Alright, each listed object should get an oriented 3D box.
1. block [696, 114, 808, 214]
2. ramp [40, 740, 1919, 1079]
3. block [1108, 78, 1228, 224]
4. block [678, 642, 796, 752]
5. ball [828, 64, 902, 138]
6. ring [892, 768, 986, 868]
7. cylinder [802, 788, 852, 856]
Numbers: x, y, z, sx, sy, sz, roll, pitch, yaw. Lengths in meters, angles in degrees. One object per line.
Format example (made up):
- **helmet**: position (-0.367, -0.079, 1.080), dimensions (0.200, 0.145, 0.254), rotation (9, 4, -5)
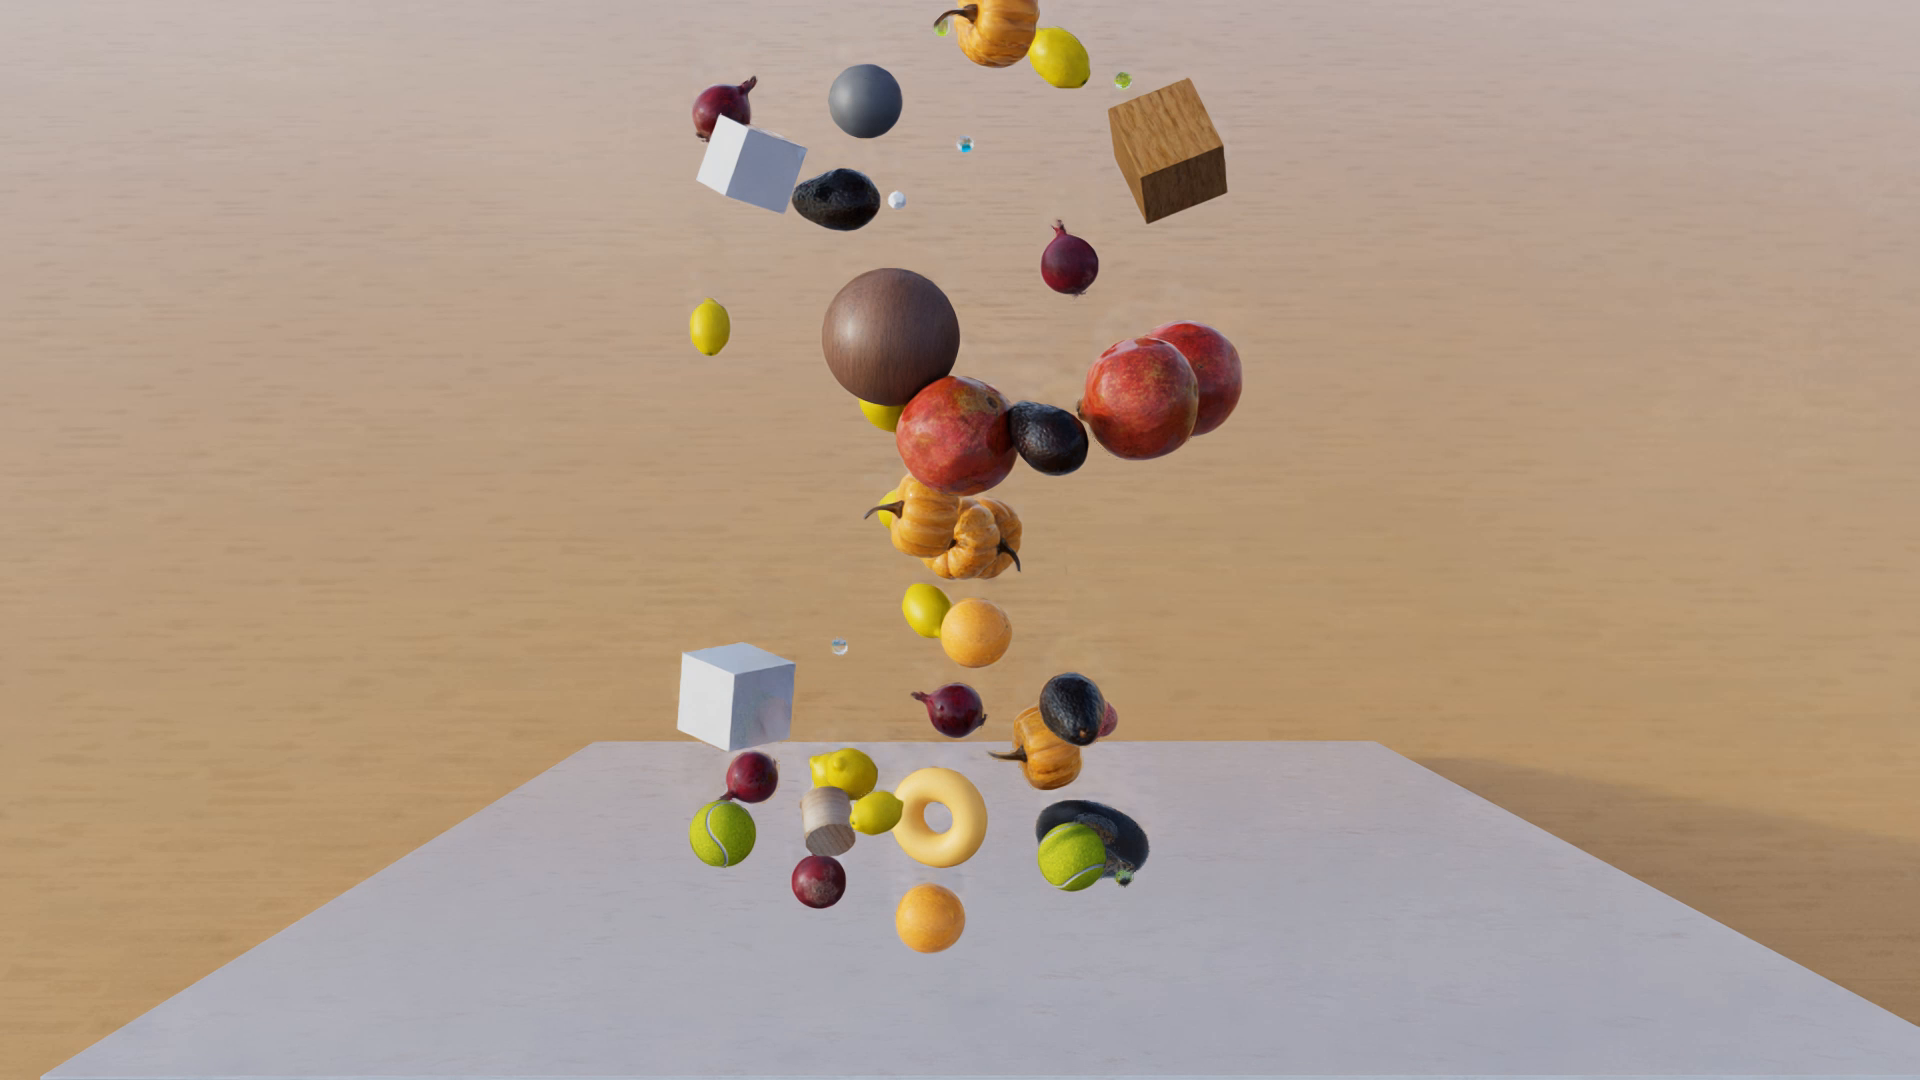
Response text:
- **block**: position (-0.198, -0.357, 2.459), dimensions (0.066, 0.066, 0.066), rotation (14, 12, -34)
- **ramp**: position (0.065, 0.580, 4.626), dimensions (2.000, 0.100, 4.000), rotation (0, 0, 0)
- **block**: position (0.213, -0.397, 2.641), dimensions (0.090, 0.090, 0.090), rotation (-21, 64, -2)
- **block**: position (-0.229, 0.160, 2.643), dimensions (0.082, 0.082, 0.082), rotation (18, 19, 42)
- **ball**: position (-0.086, -0.401, 2.365), dimensions (0.068, 0.068, 0.068), rotation (0, 29, 0)
- **ring**: position (-0.022, 0.284, 2.648), dimensions (0.105, 0.105, 0.035), rotation (11, 12, 20)
- **cylinder**: position (-0.138, 0.294, 2.695), dimensions (0.052, 0.052, 0.052), rotation (-1, 54, -1)
